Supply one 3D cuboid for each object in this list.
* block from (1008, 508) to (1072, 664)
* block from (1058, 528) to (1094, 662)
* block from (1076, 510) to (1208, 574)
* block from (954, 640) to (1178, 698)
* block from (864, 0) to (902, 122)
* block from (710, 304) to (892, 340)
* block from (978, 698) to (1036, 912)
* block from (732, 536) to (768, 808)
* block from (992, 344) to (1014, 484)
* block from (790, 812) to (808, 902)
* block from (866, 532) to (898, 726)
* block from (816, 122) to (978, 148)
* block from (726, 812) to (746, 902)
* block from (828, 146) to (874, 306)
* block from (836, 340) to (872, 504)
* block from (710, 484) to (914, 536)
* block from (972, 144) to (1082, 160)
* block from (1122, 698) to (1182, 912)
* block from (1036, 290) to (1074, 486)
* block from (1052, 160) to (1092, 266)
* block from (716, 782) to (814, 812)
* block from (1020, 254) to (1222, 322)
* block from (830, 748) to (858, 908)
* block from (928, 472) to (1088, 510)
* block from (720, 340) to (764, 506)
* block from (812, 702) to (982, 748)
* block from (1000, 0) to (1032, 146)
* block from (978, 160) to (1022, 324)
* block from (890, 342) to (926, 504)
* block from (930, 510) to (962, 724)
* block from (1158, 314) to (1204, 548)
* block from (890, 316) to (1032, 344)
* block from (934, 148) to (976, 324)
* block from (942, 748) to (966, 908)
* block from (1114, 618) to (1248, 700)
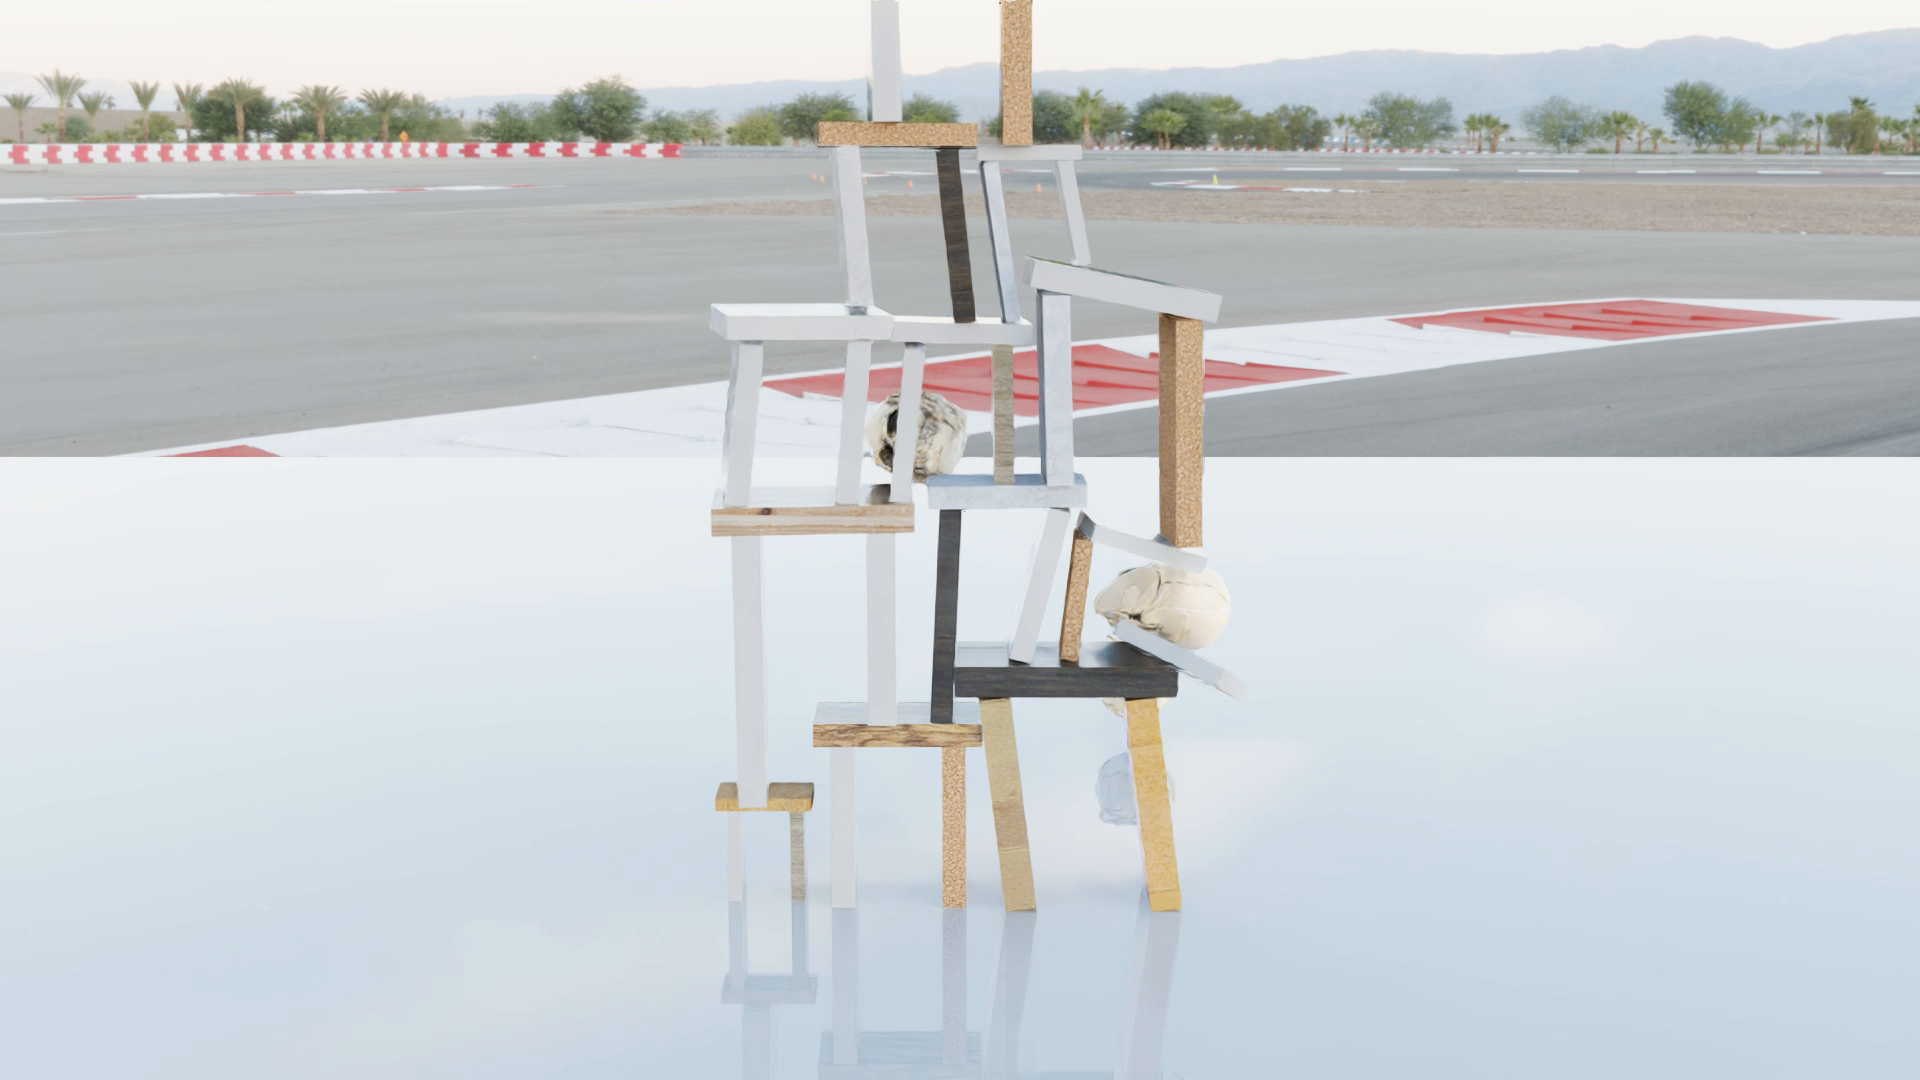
[{"bbox_3d":[0.127,0.062,3.566,0.036,0.253,0.126,14,10,-3],"label":"block"},{"bbox_3d":[0.189,0.088,3.574,0.028,0.199,0.099,7,11,0],"label":"block"},{"bbox_3d":[0.294,0.003,3.570,0.199,0.028,0.099,17,11,-15],"label":"block"},{"bbox_3d":[0.171,0.211,3.599,0.356,0.050,0.178,0,11,1],"label":"block"},{"bbox_3d":[-0.121,-0.797,3.392,0.043,0.306,0.153,-2,8,-6],"label":"block"},{"bbox_3d":[-0.248,-0.340,3.424,0.259,0.037,0.130,-2,14,-18],"label":"block"},{"bbox_3d":[0.077,0.412,3.640,0.050,0.356,0.178,-7,11,1],"label":"block"},{"bbox_3d":[-0.340,0.194,3.576,0.045,0.451,0.159,-1,14,-4],"label":"block"},{"bbox_3d":[0.068,-0.207,3.521,0.031,0.222,0.111,-1,11,-1],"label":"block"},{"bbox_3d":[-0.268,0.512,3.657,0.022,0.157,0.078,0,11,0],"label":"block"},{"bbox_3d":[-0.125,0.125,3.574,0.045,0.319,0.159,0,14,0],"label":"block"},{"bbox_3d":[-0.100,-0.629,3.419,0.243,0.034,0.121,-1,8,-6],"label":"block"},{"bbox_3d":[-0.372,0.512,3.655,0.022,0.157,0.078,0,12,-1],"label":"block"},{"bbox_3d":[-0.170,-0.490,3.432,0.034,0.243,0.121,-6,9,-8],"label":"block"},{"bbox_3d":[-0.169,-0.198,3.484,0.037,0.259,0.130,4,13,-4],"label":"block"},{"bbox_3d":[-0.235,-0.049,3.523,0.319,0.045,0.159,-1,14,-3],"label":"block"},{"bbox_3d":[0.103,-0.606,3.442,0.163,0.023,0.081,-1,10,-7],"label":"block"},{"bbox_3d":[0.314,0.413,3.636,0.050,0.356,0.178,-7,10,2],"label":"block"},{"bbox_3d":[0.151,-0.245,3.500,0.042,0.299,0.149,-2,10,-2],"label":"block"},{"bbox_3d":[0.177,-0.515,3.465,0.023,0.163,0.081,-12,10,-2],"label":"block"},{"bbox_3d":[-0.322,0.424,3.633,0.157,0.022,0.078,0,14,0],"label":"block"},{"bbox_3d":[0.252,-0.399,3.487,0.299,0.042,0.149,10,9,-6],"label":"block"},{"bbox_3d":[-0.191,0.455,3.644,0.039,0.273,0.136,0,11,0],"label":"block"},{"bbox_3d":[0.075,-0.079,3.538,0.253,0.036,0.126,-1,11,-1],"label":"block"},{"bbox_3d":[-0.345,-0.197,3.463,0.037,0.259,0.130,4,18,-11],"label":"block"},{"bbox_3d":[-0.101,0.303,3.614,0.273,0.039,0.136,0,11,0],"label":"block"},{"bbox_3d":[0.086,-0.780,3.405,0.043,0.332,0.153,0,9,-1],"label":"block"},{"bbox_3d":[0.063,-0.471,3.468,0.023,0.250,0.081,-9,11,-3],"label":"block"},{"bbox_3d":[-0.083,-0.189,3.479,0.031,0.243,0.111,6,14,-2],"label":"block"},{"bbox_3d":[-0.022,0.112,3.573,0.036,0.348,0.126,3,11,0],"label":"block"},{"bbox_3d":[0.355,-0.179,3.542,0.042,0.360,0.149,-2,11,-5],"label":"block"},{"bbox_3d":[-0.003,-0.333,3.491,0.222,0.031,0.111,1,11,-6],"label":"block"},{"bbox_3d":[-0.008,-0.479,3.458,0.034,0.265,0.121,-6,10,-1],"label":"block"},{"bbox_3d":[-0.010,0.455,3.644,0.039,0.273,0.136,0,11,0],"label":"block"},{"bbox_3d":[0.344,0.187,3.443,0.199,0.028,0.099,26,-4,33],"label":"block"}]
